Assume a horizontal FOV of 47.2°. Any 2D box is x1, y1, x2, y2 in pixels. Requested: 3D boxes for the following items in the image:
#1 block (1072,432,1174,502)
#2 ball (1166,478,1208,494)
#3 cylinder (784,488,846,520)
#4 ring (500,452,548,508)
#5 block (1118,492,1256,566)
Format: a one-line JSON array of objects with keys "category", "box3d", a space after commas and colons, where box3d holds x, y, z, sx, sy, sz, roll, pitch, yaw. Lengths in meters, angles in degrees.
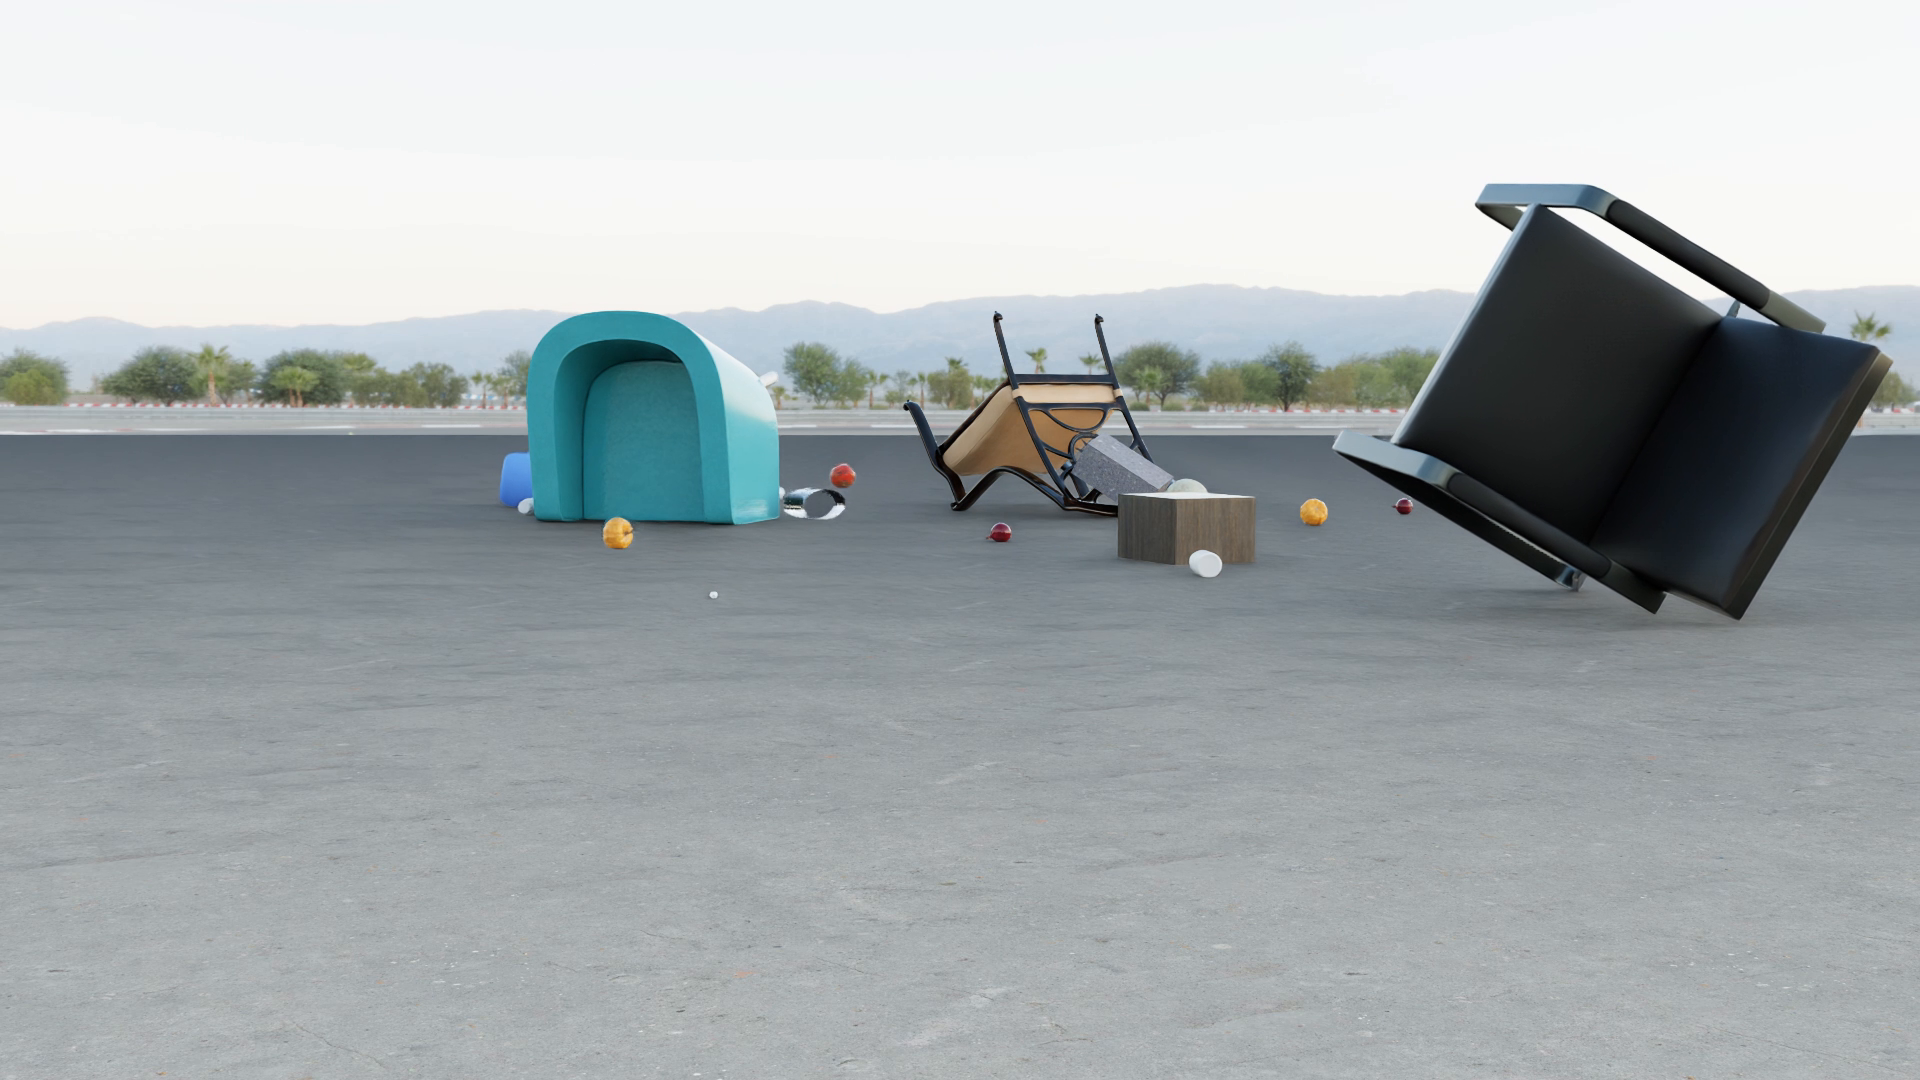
[{"category": "block", "box3d": [0.571, -0.230, 7.729, 0.295, 0.125, 0.198, 34, 23, 10]}, {"category": "ball", "box3d": [0.749, -0.126, 7.270, 0.153, 0.153, 0.153, 0, 4, 0]}, {"category": "cylinder", "box3d": [-0.503, -0.126, 7.625, 0.187, 0.103, 0.108, -6, 7, -42]}, {"category": "ring", "box3d": [-1.657, -0.225, 8.348, 0.161, 0.221, 0.198, 7, 27, -9]}, {"category": "block", "box3d": [0.593, -0.033, 5.787, 0.238, 0.169, 0.301, -2, 4, -25]}]
